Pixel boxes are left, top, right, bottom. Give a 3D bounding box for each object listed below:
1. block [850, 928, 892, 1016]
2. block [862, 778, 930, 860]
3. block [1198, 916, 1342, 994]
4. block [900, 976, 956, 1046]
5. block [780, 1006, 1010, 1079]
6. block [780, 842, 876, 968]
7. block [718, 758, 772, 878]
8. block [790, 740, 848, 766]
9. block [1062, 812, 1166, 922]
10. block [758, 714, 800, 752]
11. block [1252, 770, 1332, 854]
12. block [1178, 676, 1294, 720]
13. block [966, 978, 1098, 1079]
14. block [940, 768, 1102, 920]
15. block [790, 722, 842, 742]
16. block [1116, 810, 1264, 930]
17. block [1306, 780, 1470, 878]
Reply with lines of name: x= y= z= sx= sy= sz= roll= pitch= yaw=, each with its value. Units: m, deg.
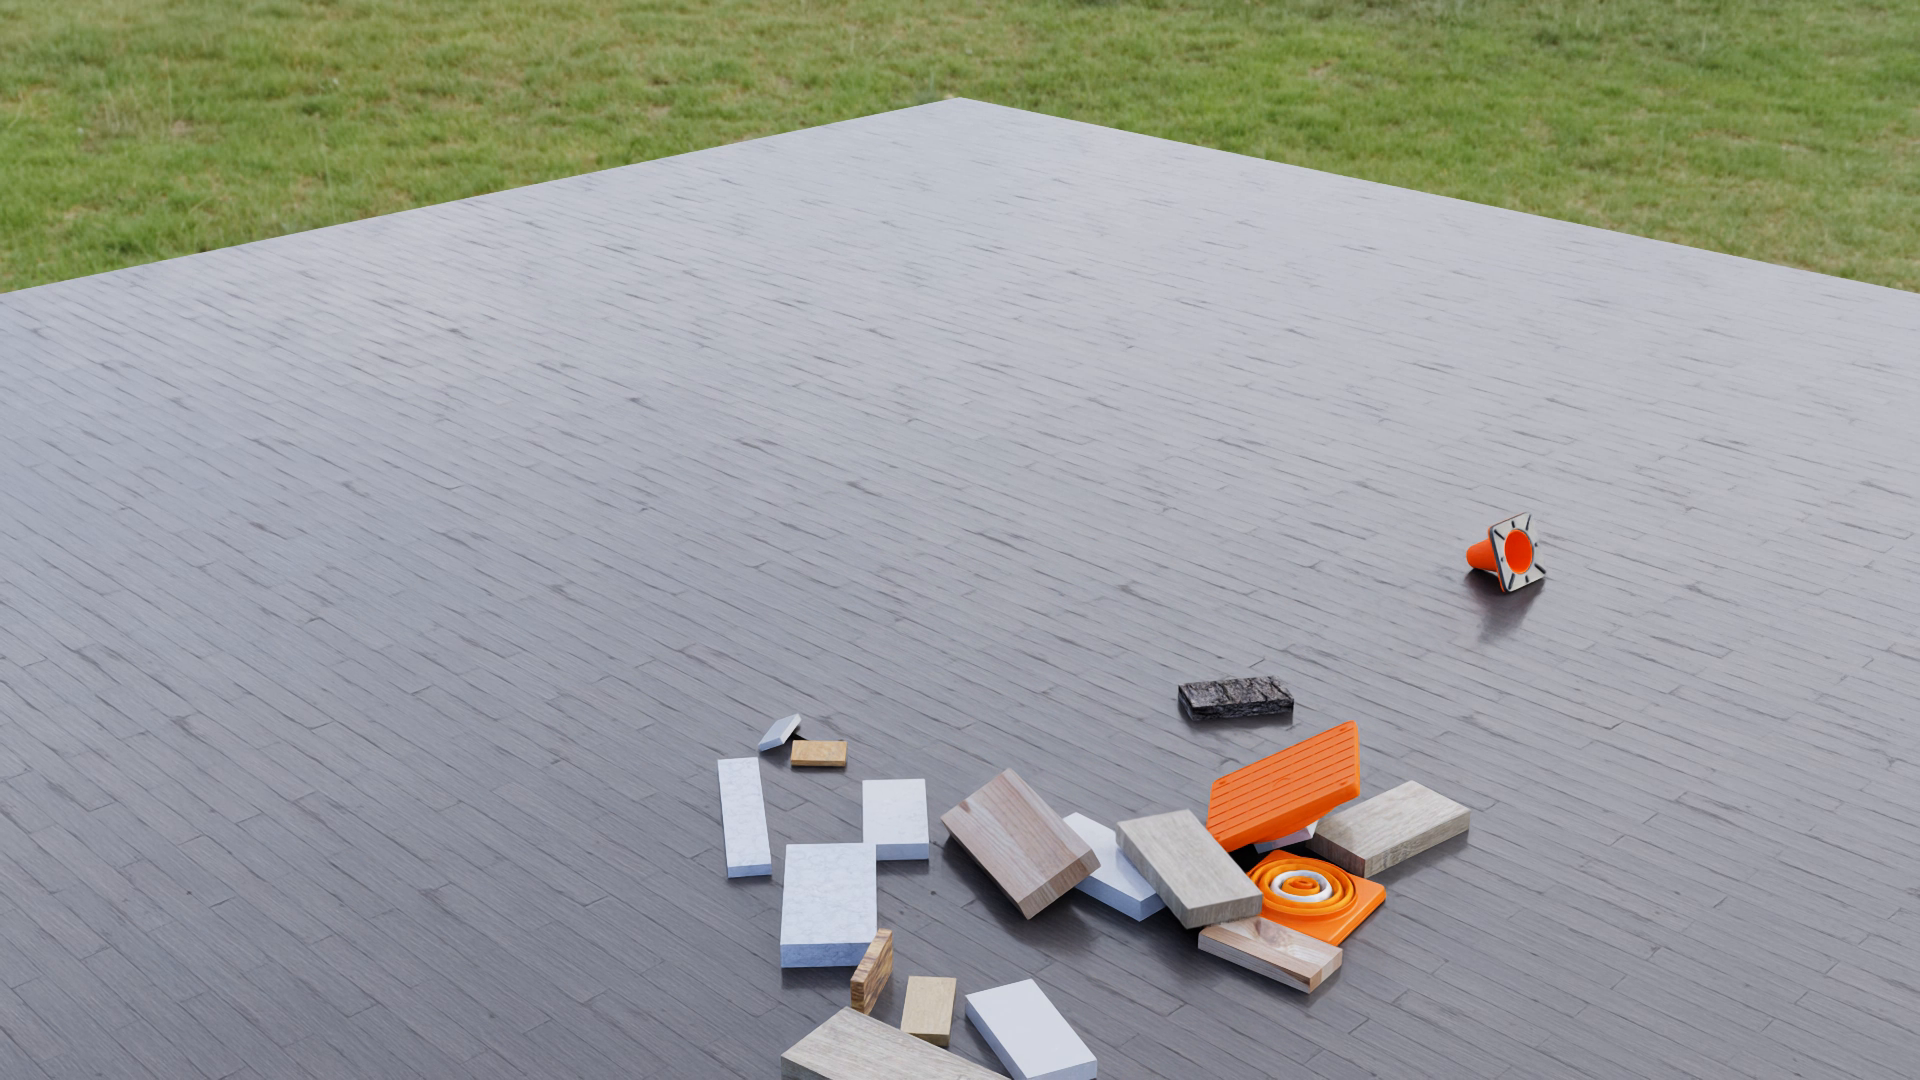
block: x=-0.154 y=0.762 z=3.857 sx=0.024 sy=0.084 sz=0.167 roll=6 pitch=24 yaw=14
block: x=-0.130 y=0.558 z=4.400 sx=0.127 sy=0.036 sz=0.255 roll=-1 pitch=23 yaw=-2
block: x=0.560 y=0.739 z=3.977 sx=0.231 sy=0.033 sz=0.116 roll=17 pitch=28 yaw=35
block: x=-0.054 y=0.815 z=3.810 sx=0.084 sy=0.024 sz=0.167 roll=2 pitch=23 yaw=4
block: x=-0.106 y=0.886 z=3.610 sx=0.345 sy=0.049 sz=0.172 roll=16 pitch=28 yaw=33
block: x=-0.242 y=0.677 z=4.103 sx=0.172 sy=0.049 sz=0.345 roll=-1 pitch=23 yaw=-2
block: x=-0.436 y=0.553 z=4.427 sx=0.084 sy=0.024 sz=0.430 roll=-3 pitch=23 yaw=-8
block: x=-0.298 y=0.451 z=4.655 sx=0.114 sy=0.016 sz=0.057 roll=1 pitch=41 yaw=2
block: x=0.282 y=0.625 z=4.231 sx=0.154 sy=0.044 sz=0.308 roll=-21 pitch=31 yaw=-40
block: x=-0.388 y=0.414 z=4.734 sx=0.057 sy=0.016 sz=0.114 roll=-20 pitch=15 yaw=23
block: x=0.662 y=0.539 z=4.384 sx=0.116 sy=0.033 sz=0.231 roll=-21 pitch=14 yaw=26
block: x=0.613 y=0.351 z=4.892 sx=0.231 sy=0.033 sz=0.116 roll=-4 pitch=23 yaw=-10
block: x=0.118 y=0.841 z=3.732 sx=0.127 sy=0.036 sz=0.255 roll=-10 pitch=25 yaw=-22
block: x=0.113 y=0.580 z=4.238 sx=0.172 sy=0.049 sz=0.345 roll=-35 pitch=32 yaw=-10
block: x=-0.312 y=0.426 z=4.737 sx=0.057 sy=0.016 sz=0.114 roll=-21 pitch=31 yaw=-41
block: x=0.428 y=0.616 z=4.142 sx=0.154 sy=0.044 sz=0.308 roll=-8 pitch=26 yaw=-20
block: x=0.850 y=0.571 z=4.358 sx=0.308 sy=0.044 sz=0.154 roll=-17 pitch=28 yaw=-35
